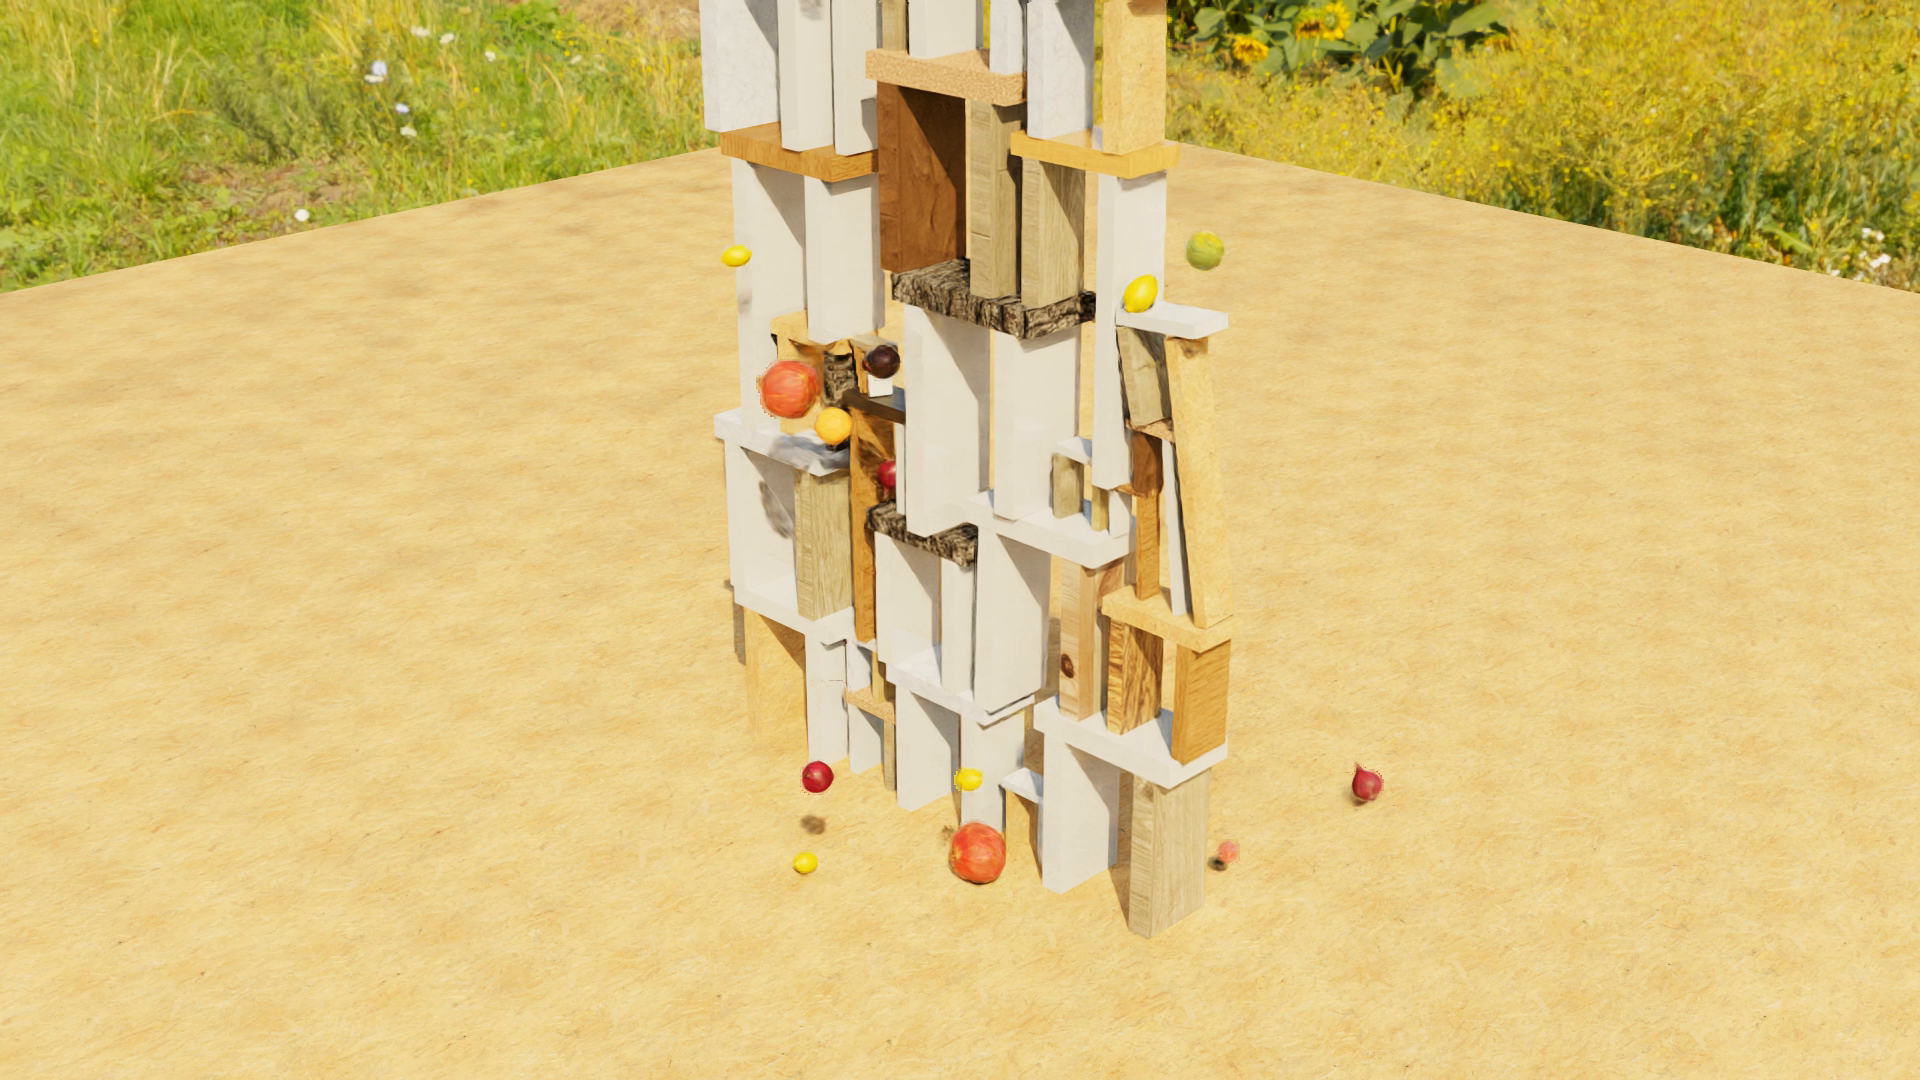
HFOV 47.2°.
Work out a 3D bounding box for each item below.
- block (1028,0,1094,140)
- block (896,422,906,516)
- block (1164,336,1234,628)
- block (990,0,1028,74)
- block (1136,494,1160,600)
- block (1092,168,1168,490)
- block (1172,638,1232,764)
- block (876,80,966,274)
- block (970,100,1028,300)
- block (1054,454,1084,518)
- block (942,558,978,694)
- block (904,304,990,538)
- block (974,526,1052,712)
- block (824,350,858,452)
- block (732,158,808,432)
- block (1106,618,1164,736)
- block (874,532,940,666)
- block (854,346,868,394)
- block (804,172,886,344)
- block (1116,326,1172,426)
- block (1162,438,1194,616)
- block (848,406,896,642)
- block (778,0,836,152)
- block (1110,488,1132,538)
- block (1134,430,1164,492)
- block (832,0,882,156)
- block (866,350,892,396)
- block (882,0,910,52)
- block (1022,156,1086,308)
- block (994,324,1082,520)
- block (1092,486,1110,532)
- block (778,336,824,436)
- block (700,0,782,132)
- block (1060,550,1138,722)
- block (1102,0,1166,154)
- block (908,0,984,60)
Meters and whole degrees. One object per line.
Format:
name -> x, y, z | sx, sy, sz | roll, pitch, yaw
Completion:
block -> 0.170, -0.812, 3.690 | 0.036, 0.257, 0.128 | 19, 30, 40
block -> -0.082, -0.149, 4.260 | 0.027, 0.187, 0.094 | 19, 30, 38
block -> 0.410, -0.103, 3.742 | 0.024, 0.506, 0.086 | 7, 21, 41
block -> 0.116, -0.945, 3.712 | 0.042, 0.293, 0.147 | 20, 30, 39
block -> 0.331, 0.010, 3.871 | 0.013, 0.192, 0.046 | 18, 29, 41
block -> 0.289, -0.364, 3.765 | 0.130, 0.553, 0.037 | -21, 30, -40
block -> 0.425, 0.271, 3.875 | 0.032, 0.226, 0.113 | 22, 31, 40
block -> -0.068, -0.675, 4.019 | 0.172, 0.345, 0.049 | -21, 30, -40
block -> 0.098, -0.612, 3.869 | 0.172, 0.345, 0.049 | -21, 30, -40
block -> 0.197, -0.103, 3.973 | 0.060, 0.120, 0.017 | -19, 29, -38
block -> 0.028, 0.148, 4.255 | 0.139, 0.277, 0.039 | -21, 30, -40
block -> -0.023, -0.243, 4.143 | 0.174, 0.450, 0.049 | -21, 31, -40
block -> 0.101, 0.128, 4.176 | 0.044, 0.375, 0.157 | 22, 32, 39
block -> -0.220, -0.285, 4.348 | 0.103, 0.205, 0.029 | -21, 31, -40
block -> -0.371, -0.503, 4.411 | 0.046, 0.556, 0.161 | 21, 31, 41
block -> 0.318, 0.230, 3.973 | 0.032, 0.226, 0.113 | 22, 31, 40
block -> -0.104, 0.096, 4.376 | 0.039, 0.277, 0.139 | 19, 29, 38
block -> -0.179, -0.334, 4.270 | 0.046, 0.092, 0.013 | -22, 20, -41
block -> -0.219, -0.552, 4.225 | 0.161, 0.322, 0.046 | -21, 31, -41
block -> 0.318, -0.288, 3.740 | 0.086, 0.172, 0.024 | -20, 16, -36
block -> 0.382, -0.027, 3.800 | 0.056, 0.318, 0.016 | -22, 24, -40
block -> -0.172, -0.039, 4.402 | 0.027, 0.501, 0.094 | 20, 30, 41
block -> -0.257, -0.914, 4.109 | 0.049, 0.344, 0.172 | 21, 31, 40
block -> 0.285, -0.054, 3.893 | 0.046, 0.092, 0.013 | -21, 28, -41
block -> 0.327, -0.142, 3.804 | 0.056, 0.112, 0.016 | -17, 25, -33
block -> -0.185, -0.921, 4.036 | 0.029, 0.415, 0.103 | 21, 31, 41
block -> -0.157, -0.326, 4.249 | 0.046, 0.092, 0.013 | -7, 12, -17
block -> -0.092, -0.980, 3.907 | 0.029, 0.206, 0.103 | 20, 30, 39
block -> 0.163, -0.546, 3.820 | 0.037, 0.261, 0.131 | 18, 29, 36
block -> 0.140, -0.226, 3.972 | 0.049, 0.347, 0.174 | 21, 31, 41
block -> 0.260, -0.080, 3.920 | 0.017, 0.120, 0.060 | 18, 29, 36
block -> -0.317, -0.323, 4.437 | 0.103, 0.205, 0.029 | -21, 31, -41
block -> -0.419, -0.977, 4.259 | 0.172, 0.344, 0.049 | -21, 31, -41
block -> 0.254, 0.161, 4.022 | 0.044, 0.314, 0.157 | 21, 30, 41
block -> 0.285, -0.769, 3.586 | 0.036, 0.256, 0.128 | 16, 27, 36
block -> -0.024, -0.999, 3.841 | 0.042, 0.293, 0.147 | 20, 30, 39
